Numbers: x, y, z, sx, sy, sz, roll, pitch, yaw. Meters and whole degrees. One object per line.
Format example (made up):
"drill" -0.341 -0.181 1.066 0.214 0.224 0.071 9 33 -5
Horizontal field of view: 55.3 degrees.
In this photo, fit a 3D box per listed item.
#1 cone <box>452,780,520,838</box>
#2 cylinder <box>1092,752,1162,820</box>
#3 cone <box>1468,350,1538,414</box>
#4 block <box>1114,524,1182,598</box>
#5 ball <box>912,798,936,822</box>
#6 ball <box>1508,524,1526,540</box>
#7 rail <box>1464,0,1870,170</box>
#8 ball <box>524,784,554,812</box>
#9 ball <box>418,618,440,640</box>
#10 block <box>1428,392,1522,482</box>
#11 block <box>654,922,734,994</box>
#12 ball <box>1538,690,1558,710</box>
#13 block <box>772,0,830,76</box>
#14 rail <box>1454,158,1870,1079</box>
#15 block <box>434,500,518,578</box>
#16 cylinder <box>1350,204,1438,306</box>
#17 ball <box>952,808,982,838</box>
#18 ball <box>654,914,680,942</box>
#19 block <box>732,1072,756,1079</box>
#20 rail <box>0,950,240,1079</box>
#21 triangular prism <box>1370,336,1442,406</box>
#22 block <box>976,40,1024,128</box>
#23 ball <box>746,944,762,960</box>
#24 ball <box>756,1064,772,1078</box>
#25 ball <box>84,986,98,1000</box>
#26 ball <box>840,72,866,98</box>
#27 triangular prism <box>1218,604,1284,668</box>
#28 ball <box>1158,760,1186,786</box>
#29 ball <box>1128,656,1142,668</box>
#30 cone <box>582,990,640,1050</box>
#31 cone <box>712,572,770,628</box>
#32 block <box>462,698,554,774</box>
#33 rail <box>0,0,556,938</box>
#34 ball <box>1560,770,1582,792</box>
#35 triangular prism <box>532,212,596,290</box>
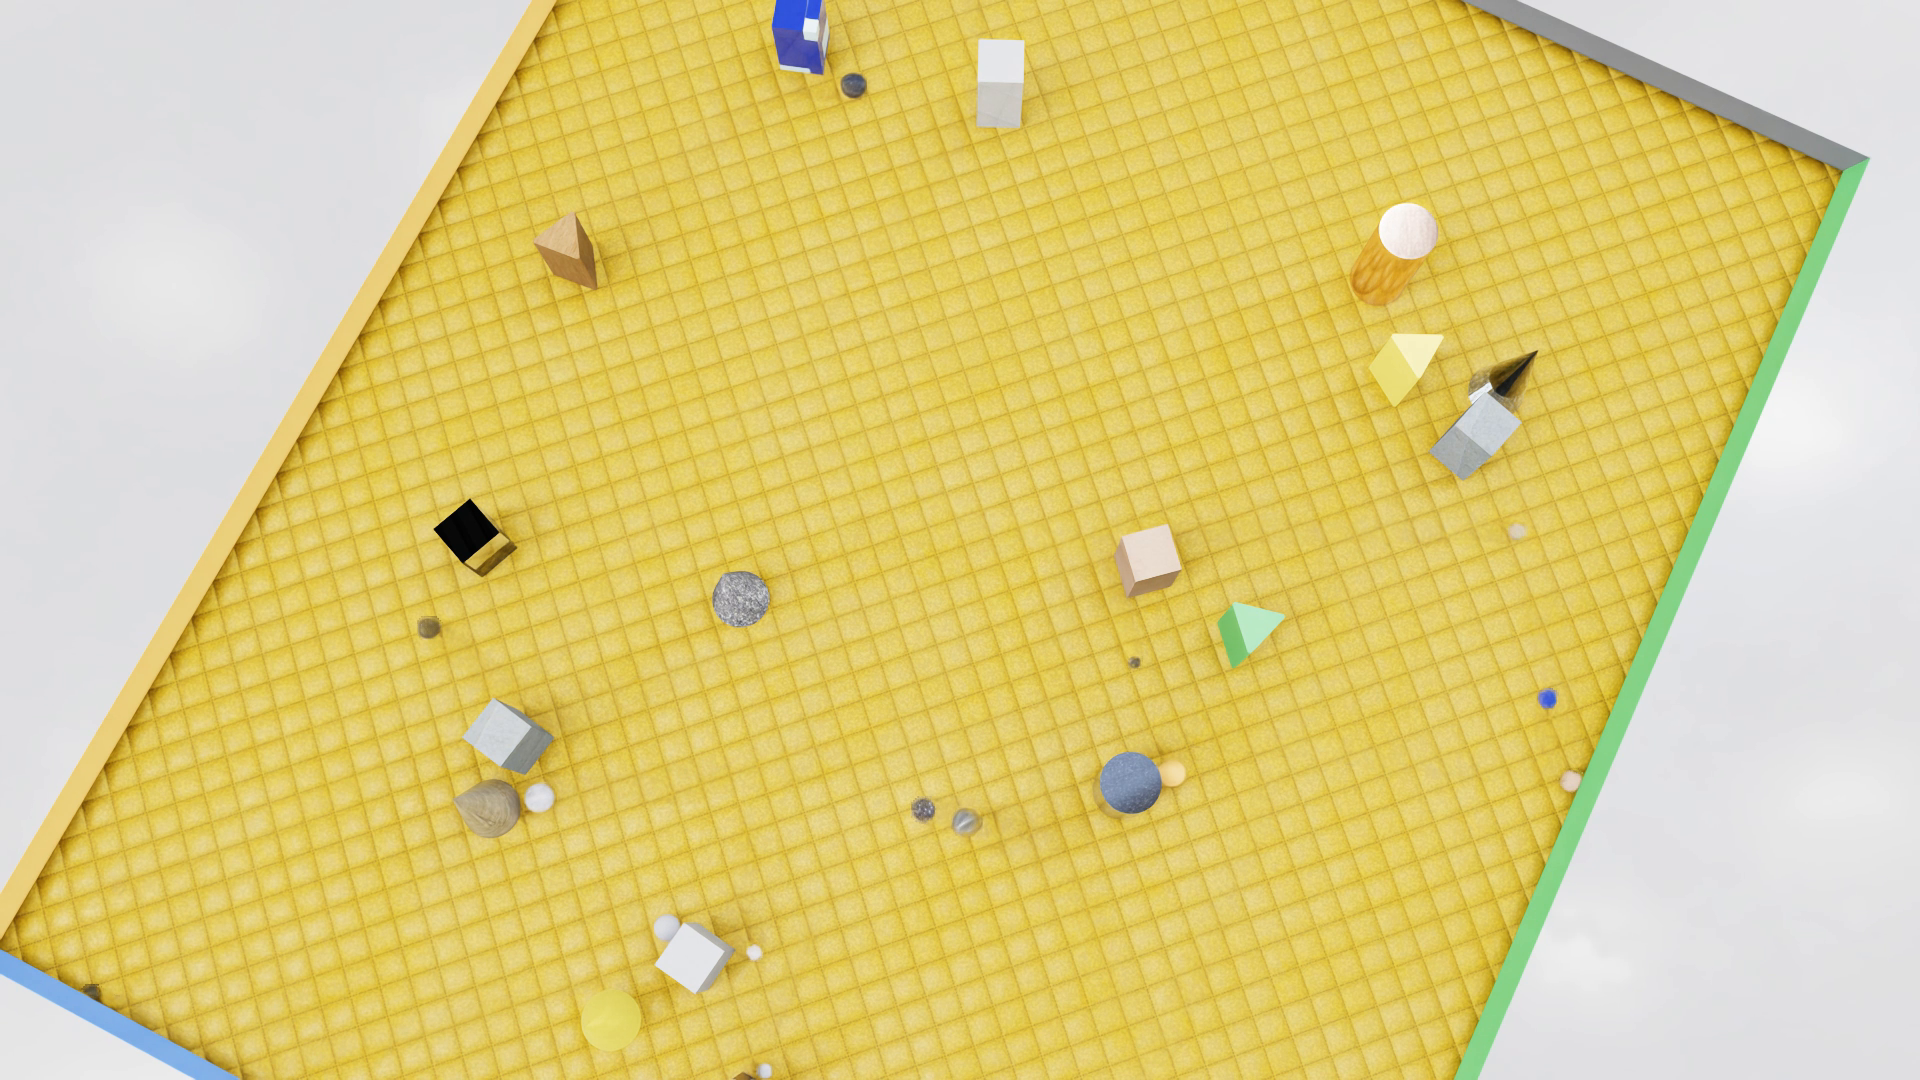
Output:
"cone" -1.393 0.755 5.238 0.174 0.435 0.174 0 78 0
"cylinder" 0.482 0.715 5.315 0.174 0.301 0.174 0 78 0
"cone" 1.671 -0.506 5.500 0.174 0.432 0.174 0 78 0
"block" 0.557 0.066 5.458 0.140 0.284 0.140 -15 79 -3
"ball" -0.107 0.797 5.416 0.070 0.070 0.070 0 78 0
"ball" 1.699 -0.025 5.595 0.052 0.052 0.052 0 78 0
"rail" 1.049 -2.048 5.980 4.021 0.113 0.045 26 80 5
"ball" -1.244 0.763 5.414 0.087 0.087 0.087 0 78 0
"ball" -1.602 0.267 5.528 0.064 0.064 0.064 0 78 0
"block" 1.548 -0.309 5.521 0.140 0.311 0.140 42 81 8
"block" -0.754 1.192 5.236 0.140 0.262 0.140 34 80 7
"ball" 1.760 0.479 5.489 0.055 0.055 0.055 0 78 0
"block" -0.502 -1.610 5.801 0.140 0.289 0.140 8 78 2
"rail" 1.777 0.876 5.376 0.045 0.113 4.737 26 80 5
"block" -1.452 -0.004 5.502 0.140 0.226 0.140 -41 81 -8
"cylinder" 1.317 -0.864 5.582 0.174 0.417 0.174 0 78 0
"ball" 0.022 0.832 5.400 0.087 0.087 0.087 0 78 0
"ball" -0.854 1.131 5.343 0.077 0.077 0.077 0 78 0
"block" -0.599 1.603 5.153 0.140 0.258 0.140 27 80 5
"rail" -1.049 2.060 5.132 4.021 0.113 0.045 26 80 5
"triangular prism" 1.335 -0.542 5.570 0.131 0.310 0.151 30 80 6
"block" 0.125 -1.428 5.745 0.140 0.325 0.140 2 78 0
"ball" -0.601 1.203 5.346 0.043 0.043 0.043 0 78 0
"ball" -0.565 1.529 5.278 0.043 0.043 0.043 0 78 0
"ball" -2.524 1.316 5.323 0.042 0.042 0.042 0 78 0
"ball" -0.344 -1.457 5.875 0.082 0.082 0.082 0 78 0
"triangular prism" 0.830 0.258 5.399 0.131 0.322 0.151 44 82 8
"ball" 0.628 0.691 5.433 0.080 0.080 0.080 0 78 0
"ball" 0.526 0.368 5.520 0.040 0.040 0.040 0 78 0
"cone" -1.015 1.358 5.143 0.174 0.377 0.174 0 78 0
"cone" -0.667 0.137 5.372 0.174 0.424 0.174 0 78 0
"block" -1.312 0.575 5.340 0.140 0.309 0.140 36 81 7
"rail" -1.777 -0.864 5.736 0.045 0.113 4.737 26 80 5
"ball" 1.812 0.714 5.436 0.063 0.063 0.063 0 78 0
"triangular prism" -1.192 -0.904 5.659 0.151 0.281 0.131 21 79 4
